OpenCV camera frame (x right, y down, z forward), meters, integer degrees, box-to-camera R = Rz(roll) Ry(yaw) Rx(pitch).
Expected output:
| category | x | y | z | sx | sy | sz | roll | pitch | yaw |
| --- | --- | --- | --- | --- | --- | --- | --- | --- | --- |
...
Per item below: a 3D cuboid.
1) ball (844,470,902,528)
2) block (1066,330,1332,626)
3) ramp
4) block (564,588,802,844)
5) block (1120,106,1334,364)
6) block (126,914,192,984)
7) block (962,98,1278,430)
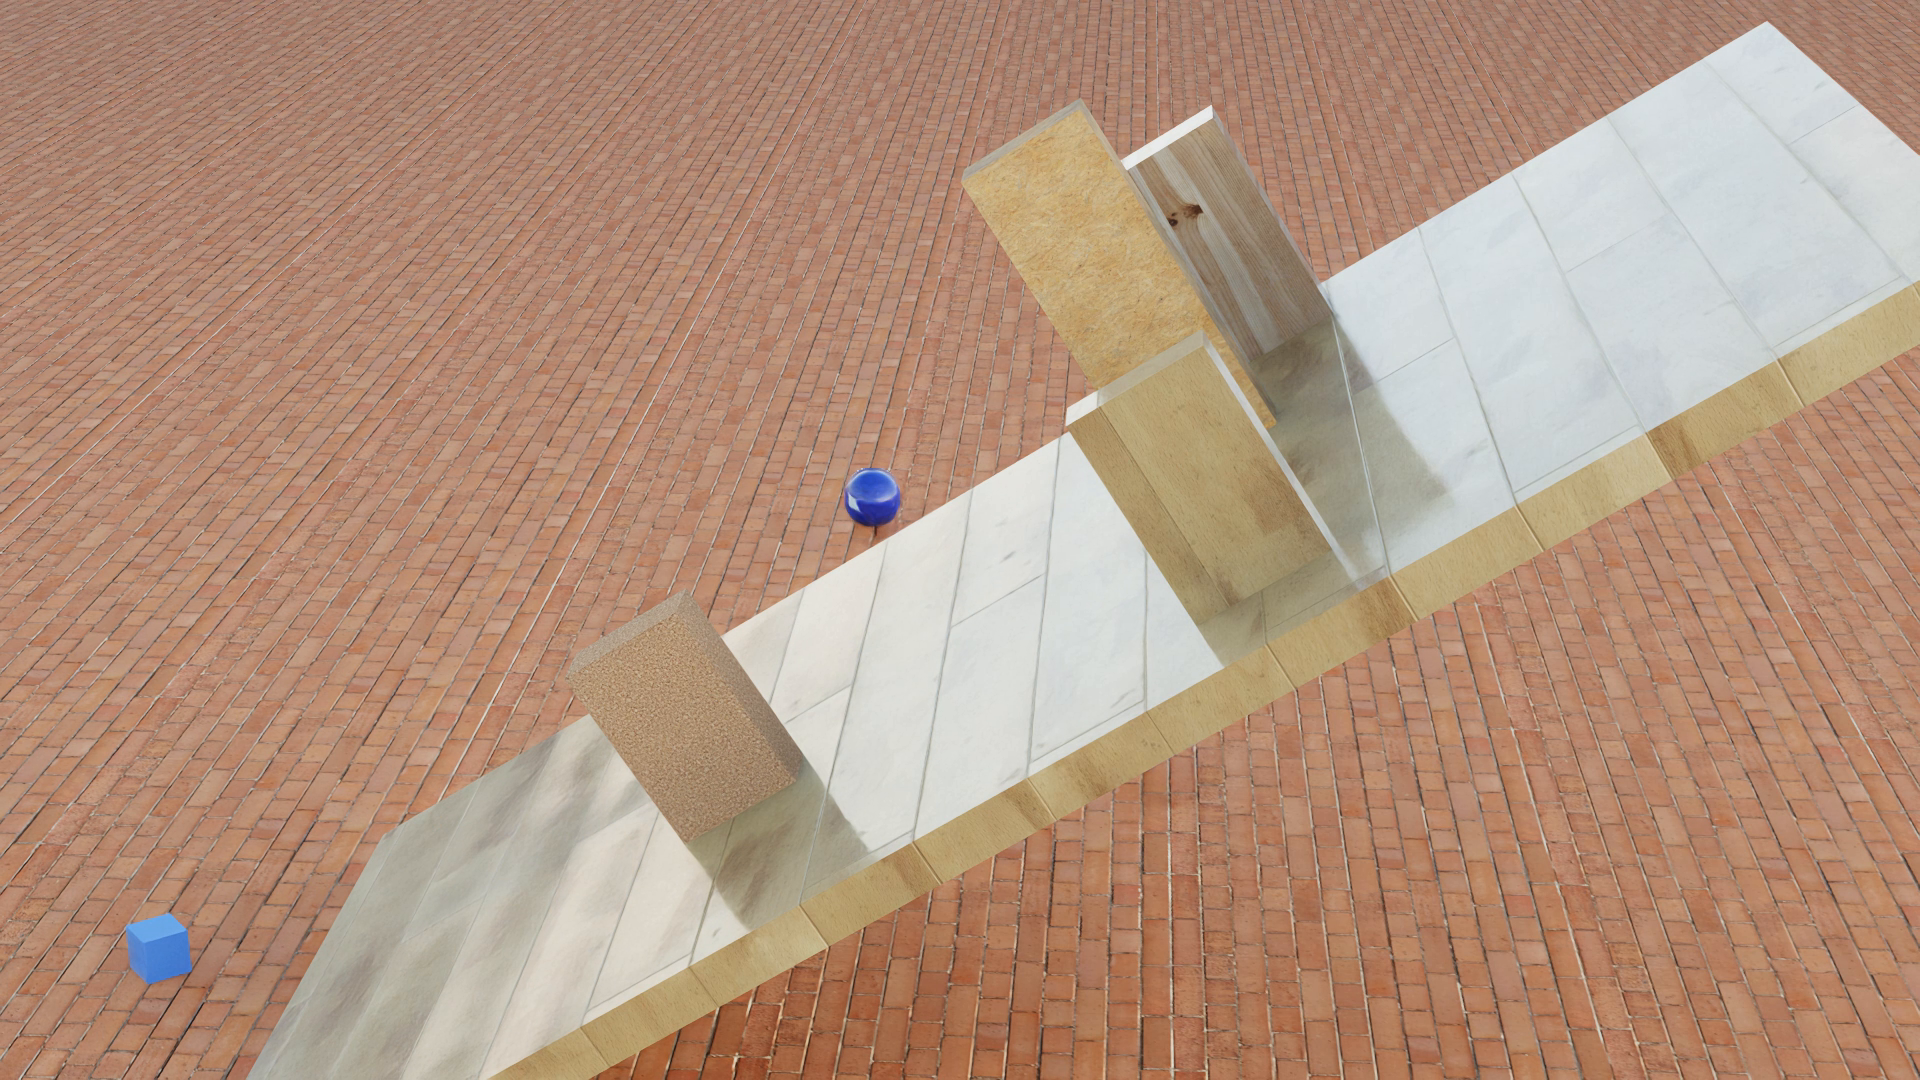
| category | x | y | z | sx | sy | sz | roll | pitch | yaw |
| --- | --- | --- | --- | --- | --- | --- | --- | --- | --- |
| ball | -0.303 | -0.144 | 10.155 | 0.199 | 0.199 | 0.199 | 0 | 20 | 0 |
| block | 0.443 | -0.114 | 5.453 | 0.293 | 0.460 | 0.111 | -30 | 15 | 13 |
| ramp | 0.140 | 0.170 | 6.293 | 4.000 | 0.100 | 2.000 | -30 | 15 | 13 |
| block | -0.571 | 0.368 | 6.119 | 0.281 | 0.439 | 0.141 | -30 | 15 | 13 |
| block | 0.563 | -0.668 | 6.785 | 0.366 | 0.536 | 0.141 | -30 | 15 | 13 |
| block | -1.948 | 0.993 | 7.149 | 0.112 | 0.112 | 0.112 | -14 | 24 | -34 |
| block | 0.343 | -0.518 | 6.266 | 0.292 | 0.799 | 0.121 | -30 | 15 | 13 |
